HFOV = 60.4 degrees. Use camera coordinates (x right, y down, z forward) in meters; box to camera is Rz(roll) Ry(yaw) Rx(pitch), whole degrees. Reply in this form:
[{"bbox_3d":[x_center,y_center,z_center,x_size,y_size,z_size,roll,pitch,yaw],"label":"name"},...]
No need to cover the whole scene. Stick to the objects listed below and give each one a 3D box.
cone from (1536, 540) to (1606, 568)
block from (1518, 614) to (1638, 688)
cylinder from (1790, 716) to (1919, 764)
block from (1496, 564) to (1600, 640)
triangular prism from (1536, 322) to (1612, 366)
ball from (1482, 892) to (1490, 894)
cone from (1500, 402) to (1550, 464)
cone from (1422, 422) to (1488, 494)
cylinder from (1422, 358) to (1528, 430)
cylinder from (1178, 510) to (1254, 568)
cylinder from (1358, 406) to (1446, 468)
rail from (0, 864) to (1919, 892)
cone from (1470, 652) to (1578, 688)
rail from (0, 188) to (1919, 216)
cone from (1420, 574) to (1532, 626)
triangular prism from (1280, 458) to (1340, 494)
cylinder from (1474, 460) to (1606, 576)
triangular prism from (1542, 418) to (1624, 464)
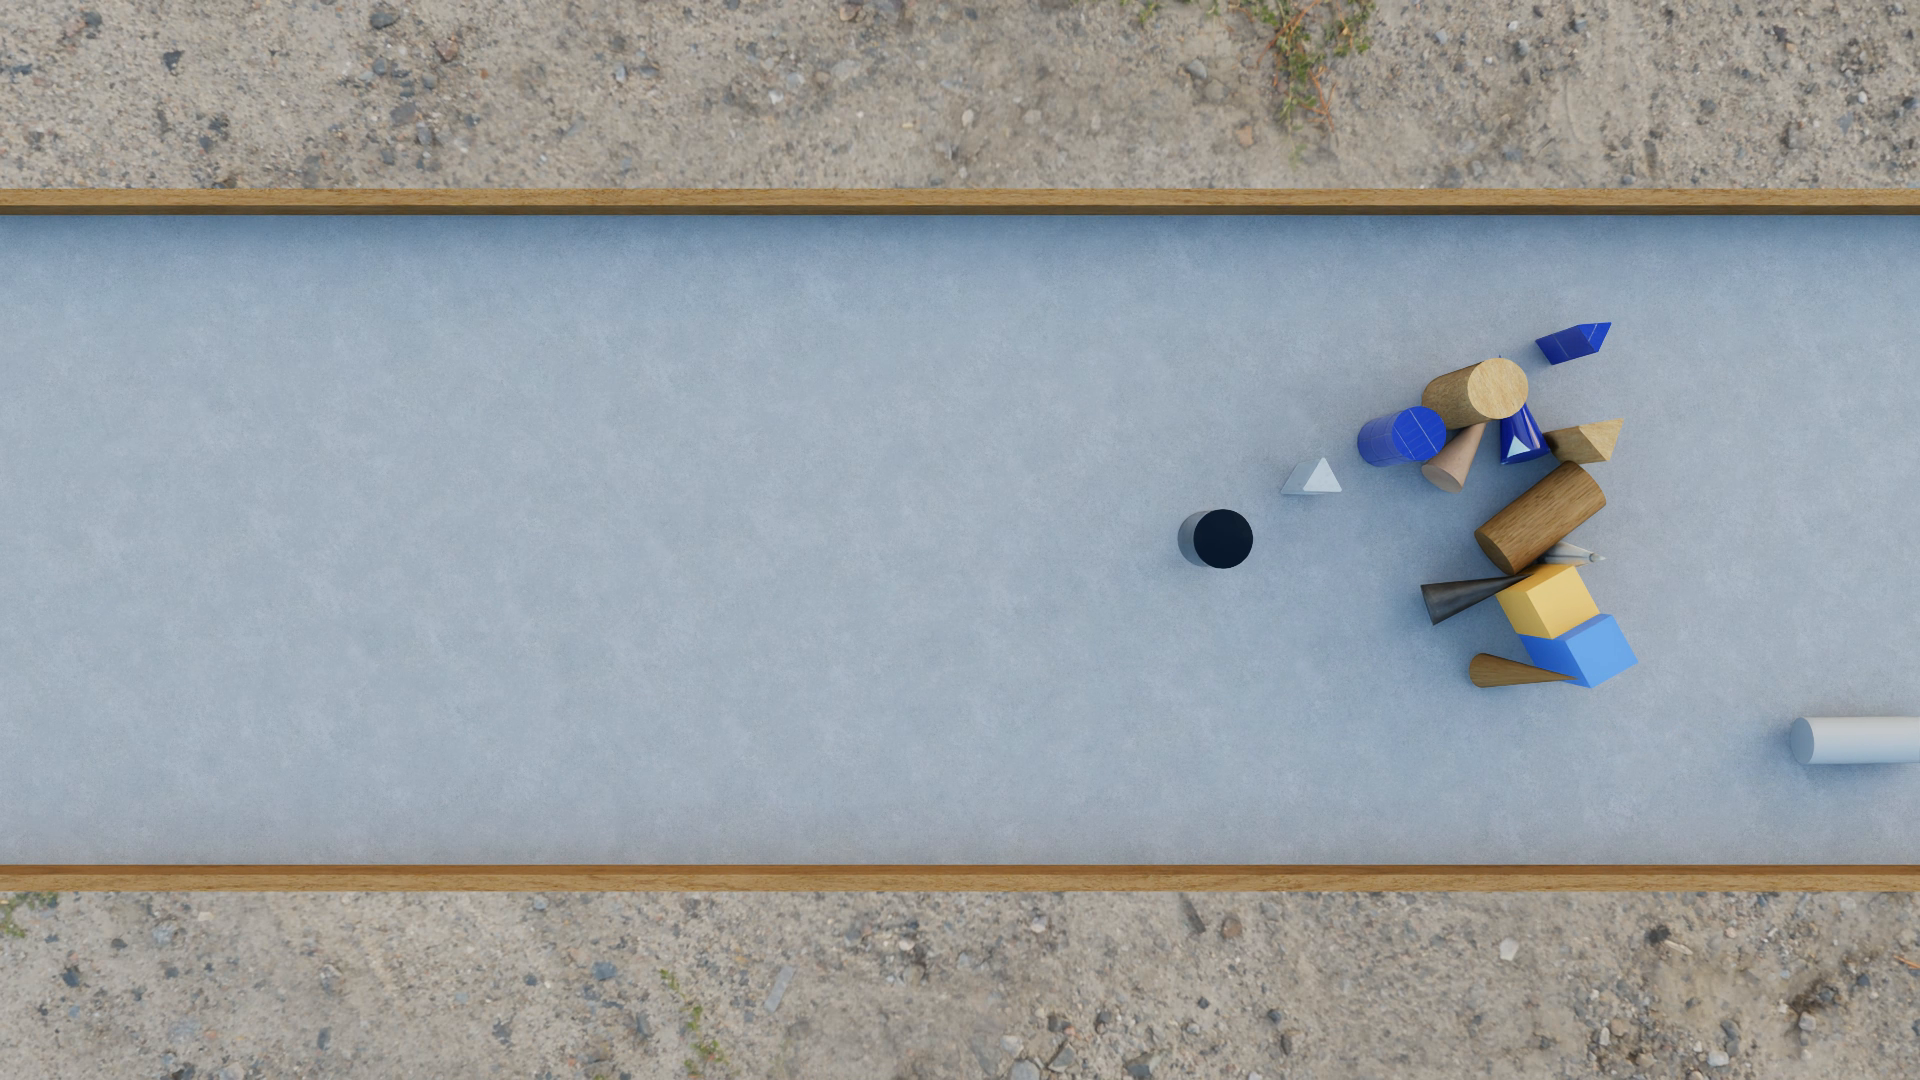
[{"bbox_3d":[1.829,0.051,4.866,0.109,0.422,0.109,0,90,0],"label":"cone"},{"bbox_3d":[1.820,0.316,4.876,0.154,0.400,0.154,-29,90,0],"label":"block"},{"bbox_3d":[2.735,0.607,5.006,0.357,0.142,0.142,-1,90,0],"label":"cylinder"},{"bbox_3d":[1.743,0.180,4.922,0.158,0.308,0.158,-29,90,0],"label":"block"},{"bbox_3d":[1.832,-0.599,4.900,0.081,0.353,0.094,-34,90,0],"label":"triangular prism"},{"bbox_3d":[8.896,5.851,27.898,0.264,0.264,0.264,0,90,0],"label":"ball"},{"bbox_3d":[1.688,-0.413,5.040,0.150,0.150,0.333,-10,77,0],"label":"cone"},{"bbox_3d":[1.559,-0.312,5.043,0.137,0.137,0.327,37,78,0],"label":"cone"},{"bbox_3d":[1.507,-0.425,4.848,0.171,0.458,0.171,0,90,0],"label":"cylinder"},{"bbox_3d":[0.755,-0.003,4.905,0.172,0.344,0.172,0,90,0],"label":"cylinder"},{"bbox_3d":[1.300,-0.301,4.873,0.154,0.407,0.154,0,90,0],"label":"cylinder"},{"bbox_3d":[-2.247,1.025,5.001,12.000,0.150,0.050,0,90,0],"label":"rail"},{"bbox_3d":[1.683,0.397,4.874,0.107,0.397,0.107,0,89,-24],"label":"cone"},{"bbox_3d":[-2.247,-1.025,5.002,12.000,0.150,0.050,0,90,0],"label":"rail"},{"bbox_3d":[1.571,0.150,4.978,0.326,0.130,0.130,-18,90,12],"label":"cone"},{"bbox_3d":[1.043,-0.190,4.907,0.109,0.340,0.094,2,90,0],"label":"triangular prism"},{"bbox_3d":[1.753,-0.065,4.988,0.347,0.177,0.177,-38,90,0],"label":"cylinder"},{"bbox_3d":[1.862,-0.311,4.906,0.112,0.340,0.129,-41,90,0],"label":"triangular prism"}]
